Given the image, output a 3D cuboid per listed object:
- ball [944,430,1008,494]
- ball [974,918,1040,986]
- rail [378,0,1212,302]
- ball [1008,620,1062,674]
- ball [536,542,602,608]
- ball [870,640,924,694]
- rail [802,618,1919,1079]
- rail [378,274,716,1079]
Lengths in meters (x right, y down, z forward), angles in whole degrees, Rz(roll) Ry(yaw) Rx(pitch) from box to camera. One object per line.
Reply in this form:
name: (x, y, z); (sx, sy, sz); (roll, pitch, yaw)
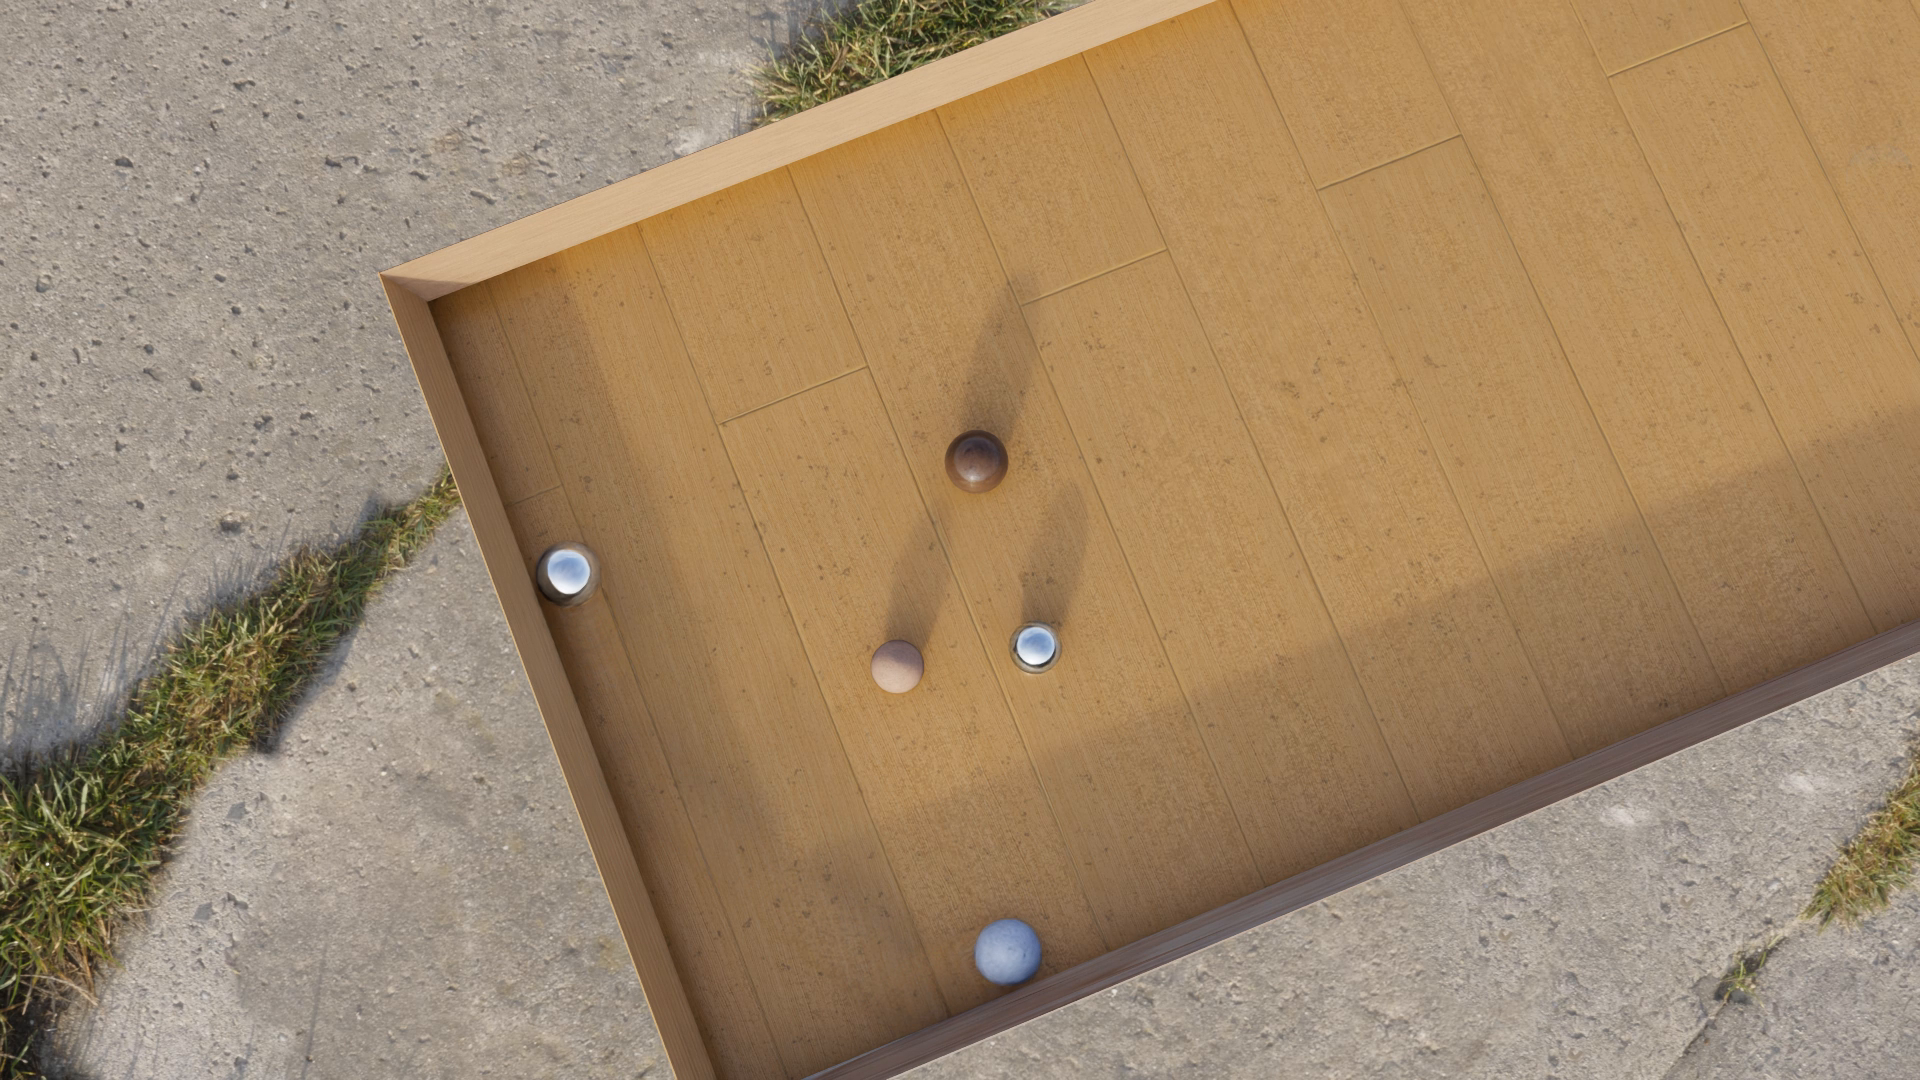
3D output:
ball: (0.025, -0.117, 3.300); (0.096, 0.096, 0.096); (0, 79, 0)
ball: (0.068, 0.594, 3.166); (0.096, 0.096, 0.096); (0, 79, 0)
rail: (0.362, -0.850, 3.422); (2.634, 0.126, 0.045); (-22, 80, -4)
ball: (0.112, 0.159, 3.256); (0.080, 0.080, 0.080); (0, 79, 0)
ball: (-0.582, 0.052, 3.268); (0.097, 0.097, 0.097); (0, 79, 0)
ball: (-0.093, 0.187, 3.251); (0.080, 0.080, 0.080); (0, 79, 0)
rail: (0.859, 0.358, 3.194); (2.634, 0.126, 0.045); (-22, 80, -4)
rail: (-0.589, 0.230, 3.218); (0.045, 0.126, 1.373); (-22, 80, -4)
